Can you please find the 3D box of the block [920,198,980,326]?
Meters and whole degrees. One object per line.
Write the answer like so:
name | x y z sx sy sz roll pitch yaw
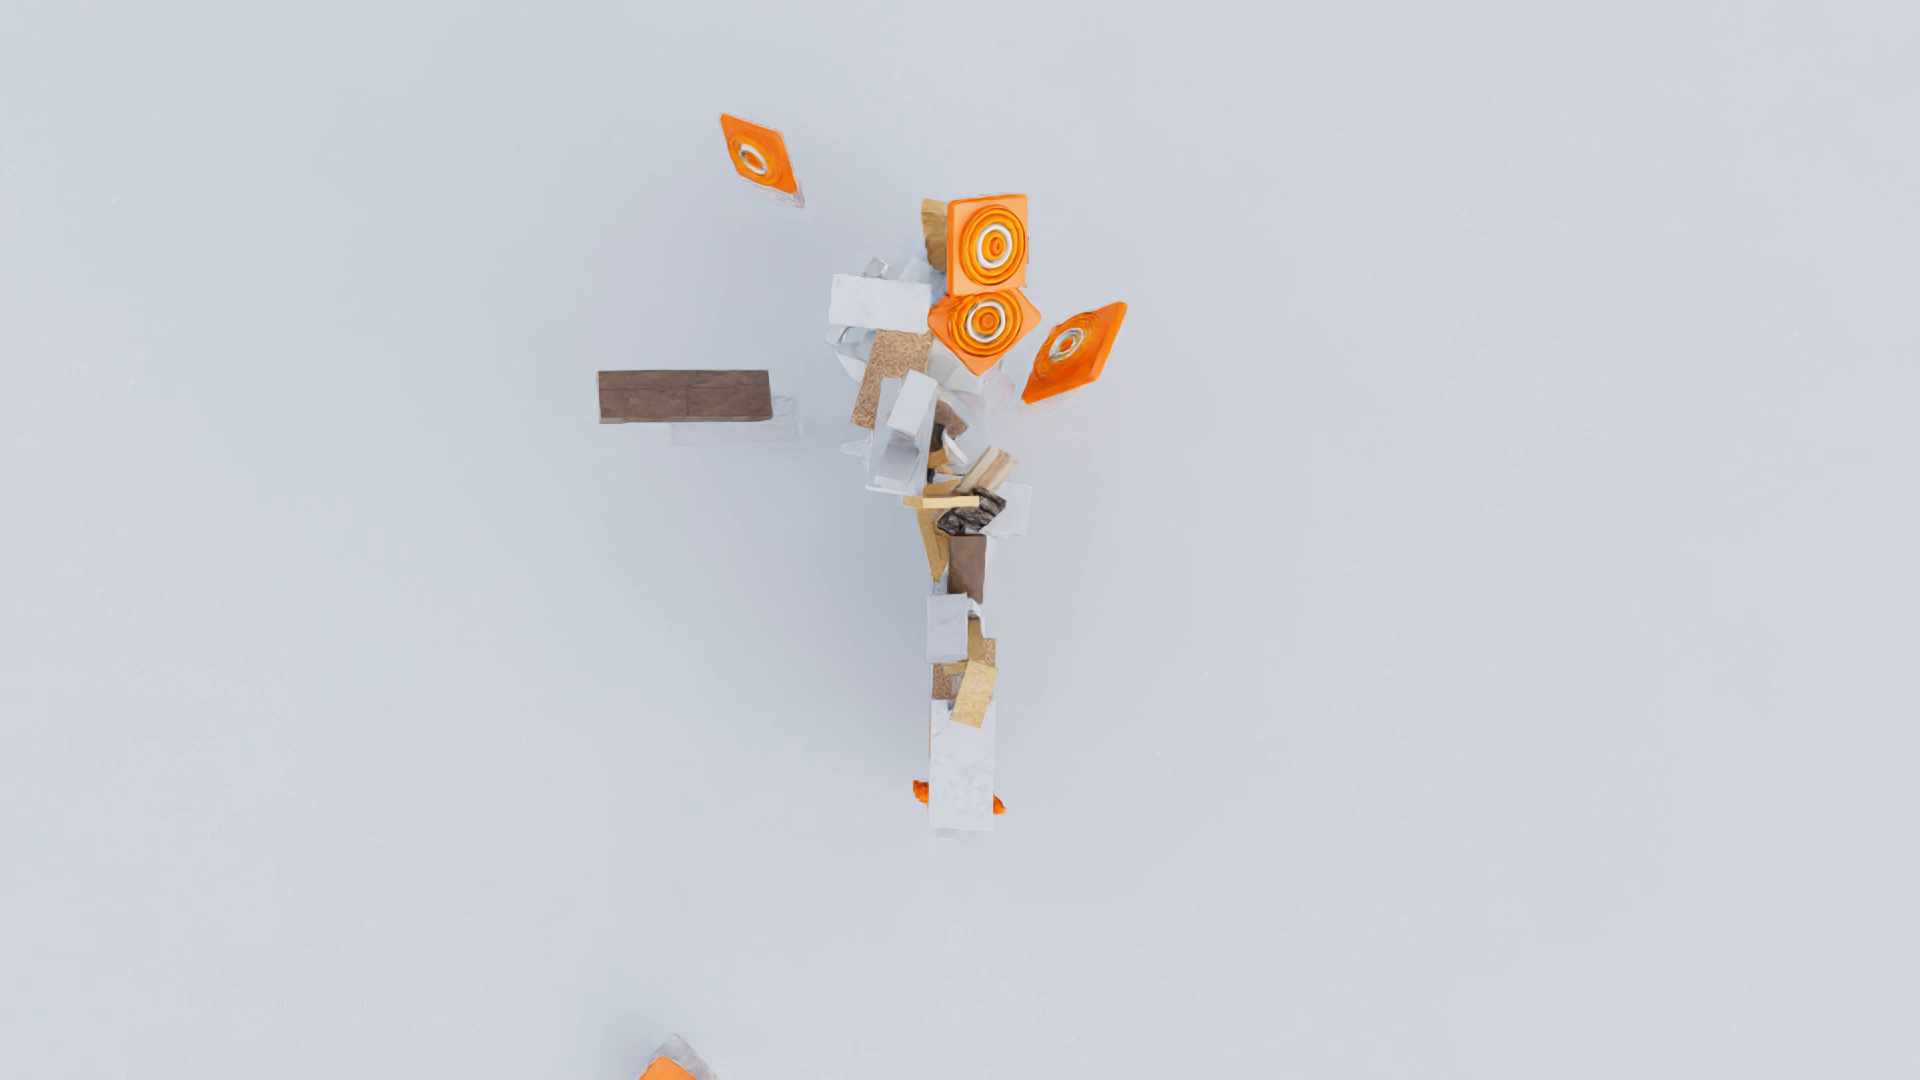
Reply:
block | -0.020 -0.769 4.639 0.129 0.780 0.036 11 78 5

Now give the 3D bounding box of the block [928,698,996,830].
block | 0.005 0.561 4.132 0.160 0.045 0.320 2 89 0

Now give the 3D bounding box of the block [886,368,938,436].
block | -0.123 -0.353 4.237 0.078 0.022 0.157 24 76 -7

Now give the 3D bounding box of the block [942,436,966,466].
block | -0.055 -0.275 5.005 0.089 0.178 0.025 -2 68 23

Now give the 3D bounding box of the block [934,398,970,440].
block | -0.074 -0.369 5.000 0.107 0.214 0.030 -38 48 14

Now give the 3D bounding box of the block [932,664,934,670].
block | -0.001 0.504 5.126 0.175 0.049 0.349 0 90 0

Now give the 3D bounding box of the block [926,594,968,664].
block | -0.032 0.222 4.166 0.099 0.028 0.199 -5 47 5

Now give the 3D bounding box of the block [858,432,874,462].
block | -0.209 -0.240 4.842 0.167 0.024 0.083 35 115 -8

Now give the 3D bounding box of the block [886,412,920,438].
block | -0.150 -0.303 4.327 0.078 0.157 0.022 33 93 3

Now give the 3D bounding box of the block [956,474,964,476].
block | 0.002 -0.123 5.302 0.092 0.026 0.184 -3 90 0

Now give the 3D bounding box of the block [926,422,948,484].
block | -0.104 -0.265 4.914 0.089 0.025 0.178 17 91 24

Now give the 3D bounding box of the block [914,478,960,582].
block | -0.038 -0.028 4.489 0.137 0.039 0.275 -13 63 -4

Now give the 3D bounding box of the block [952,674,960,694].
block | 0.011 0.345 4.347 0.060 0.017 0.120 3 90 -1

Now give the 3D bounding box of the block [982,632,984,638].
block | 0.010 0.374 4.873 0.106 0.030 0.212 3 90 0

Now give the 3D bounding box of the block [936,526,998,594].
block | 0.019 0.067 4.396 0.093 0.026 0.186 23 99 -12

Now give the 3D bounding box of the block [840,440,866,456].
block | -0.270 -0.280 4.962 0.167 0.083 0.024 -5 80 37

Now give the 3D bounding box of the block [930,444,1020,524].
block | 0.037 -0.130 4.340 0.088 0.025 0.317 26 135 -16

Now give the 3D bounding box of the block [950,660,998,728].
block | 0.034 0.370 3.949 0.075 0.021 0.149 17 89 -4

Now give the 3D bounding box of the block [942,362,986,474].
block | -0.005 -0.377 5.128 0.173 0.049 0.346 0 90 0

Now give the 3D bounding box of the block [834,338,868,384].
block | -0.254 -0.491 4.729 0.156 0.311 0.044 22 84 9

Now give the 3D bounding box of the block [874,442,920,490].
block | -0.163 -0.195 4.317 0.088 0.175 0.025 12 125 3

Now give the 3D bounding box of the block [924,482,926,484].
block | -0.143 -0.248 4.863 0.083 0.024 0.167 6 108 17

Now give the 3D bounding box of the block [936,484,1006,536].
block | 0.030 -0.067 4.369 0.093 0.026 0.186 30 134 -21

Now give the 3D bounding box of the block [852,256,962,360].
block | -0.146 -0.607 4.529 0.156 0.044 0.311 33 92 -7

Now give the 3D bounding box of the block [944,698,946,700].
block | 0.008 0.455 4.316 0.160 0.319 0.045 3 90 0

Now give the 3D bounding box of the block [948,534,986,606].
block | 0.018 0.078 4.370 0.093 0.026 0.186 2 102 -7

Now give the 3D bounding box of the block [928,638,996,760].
block | 0.006 0.433 4.500 0.167 0.047 0.335 3 90 0

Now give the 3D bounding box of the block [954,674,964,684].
block | 0.029 0.341 4.148 0.075 0.378 0.021 -6 94 -4

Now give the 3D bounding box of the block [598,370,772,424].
block | -0.826 -0.433 4.961 0.510 0.043 0.152 -2 73 -16

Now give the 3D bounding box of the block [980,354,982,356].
block | -0.002 -0.622 5.225 0.153 0.307 0.043 2 90 0

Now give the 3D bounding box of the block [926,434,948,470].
block | -0.120 -0.239 4.625 0.137 0.372 0.039 -18 101 -2

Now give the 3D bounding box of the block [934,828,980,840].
block | -0.008 0.736 4.812 0.134 0.038 0.268 0 90 0

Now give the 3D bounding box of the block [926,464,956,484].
block | -0.059 -0.187 5.110 0.089 0.362 0.025 -7 68 17

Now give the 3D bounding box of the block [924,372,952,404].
block | -0.125 -0.493 5.010 0.214 0.107 0.030 44 81 -24

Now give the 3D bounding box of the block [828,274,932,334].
block | -0.210 -0.622 4.338 0.257 0.036 0.129 6 101 -2

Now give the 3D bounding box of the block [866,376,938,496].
block | -0.154 -0.277 4.426 0.152 0.043 0.303 8 80 2

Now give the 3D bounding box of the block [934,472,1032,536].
block | 0.056 -0.098 4.586 0.275 0.039 0.137 7 82 1

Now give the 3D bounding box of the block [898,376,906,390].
block | -0.122 -0.397 4.339 0.078 0.157 0.022 31 88 -4

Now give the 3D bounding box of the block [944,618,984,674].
block | 0.008 0.272 4.273 0.099 0.342 0.028 -4 106 0

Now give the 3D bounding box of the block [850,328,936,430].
block | -0.184 -0.443 4.496 0.152 0.043 0.303 17 101 -6

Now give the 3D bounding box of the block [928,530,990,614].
block | -0.002 0.039 4.638 0.170 0.048 0.339 0 91 0

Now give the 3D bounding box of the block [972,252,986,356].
block | 0.000 -0.724 5.050 0.153 0.043 0.307 1 90 0

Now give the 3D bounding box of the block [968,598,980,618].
block | -0.006 0.181 4.340 0.099 0.199 0.028 -1 81 6

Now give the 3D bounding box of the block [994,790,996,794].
block | 0.000 0.651 4.473 0.160 0.638 0.045 20 86 0

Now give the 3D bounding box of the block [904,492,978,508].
block | -0.048 -0.102 4.250 0.176 0.088 0.025 -4 99 -35

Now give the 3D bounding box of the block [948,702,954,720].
block | 0.007 0.419 4.035 0.075 0.149 0.021 3 93 0

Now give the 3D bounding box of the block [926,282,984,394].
block | -0.037 -0.592 4.828 0.156 0.556 0.044 8 68 10

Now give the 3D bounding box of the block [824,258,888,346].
block | -0.282 -0.650 4.493 0.036 0.129 0.257 32 98 -3
